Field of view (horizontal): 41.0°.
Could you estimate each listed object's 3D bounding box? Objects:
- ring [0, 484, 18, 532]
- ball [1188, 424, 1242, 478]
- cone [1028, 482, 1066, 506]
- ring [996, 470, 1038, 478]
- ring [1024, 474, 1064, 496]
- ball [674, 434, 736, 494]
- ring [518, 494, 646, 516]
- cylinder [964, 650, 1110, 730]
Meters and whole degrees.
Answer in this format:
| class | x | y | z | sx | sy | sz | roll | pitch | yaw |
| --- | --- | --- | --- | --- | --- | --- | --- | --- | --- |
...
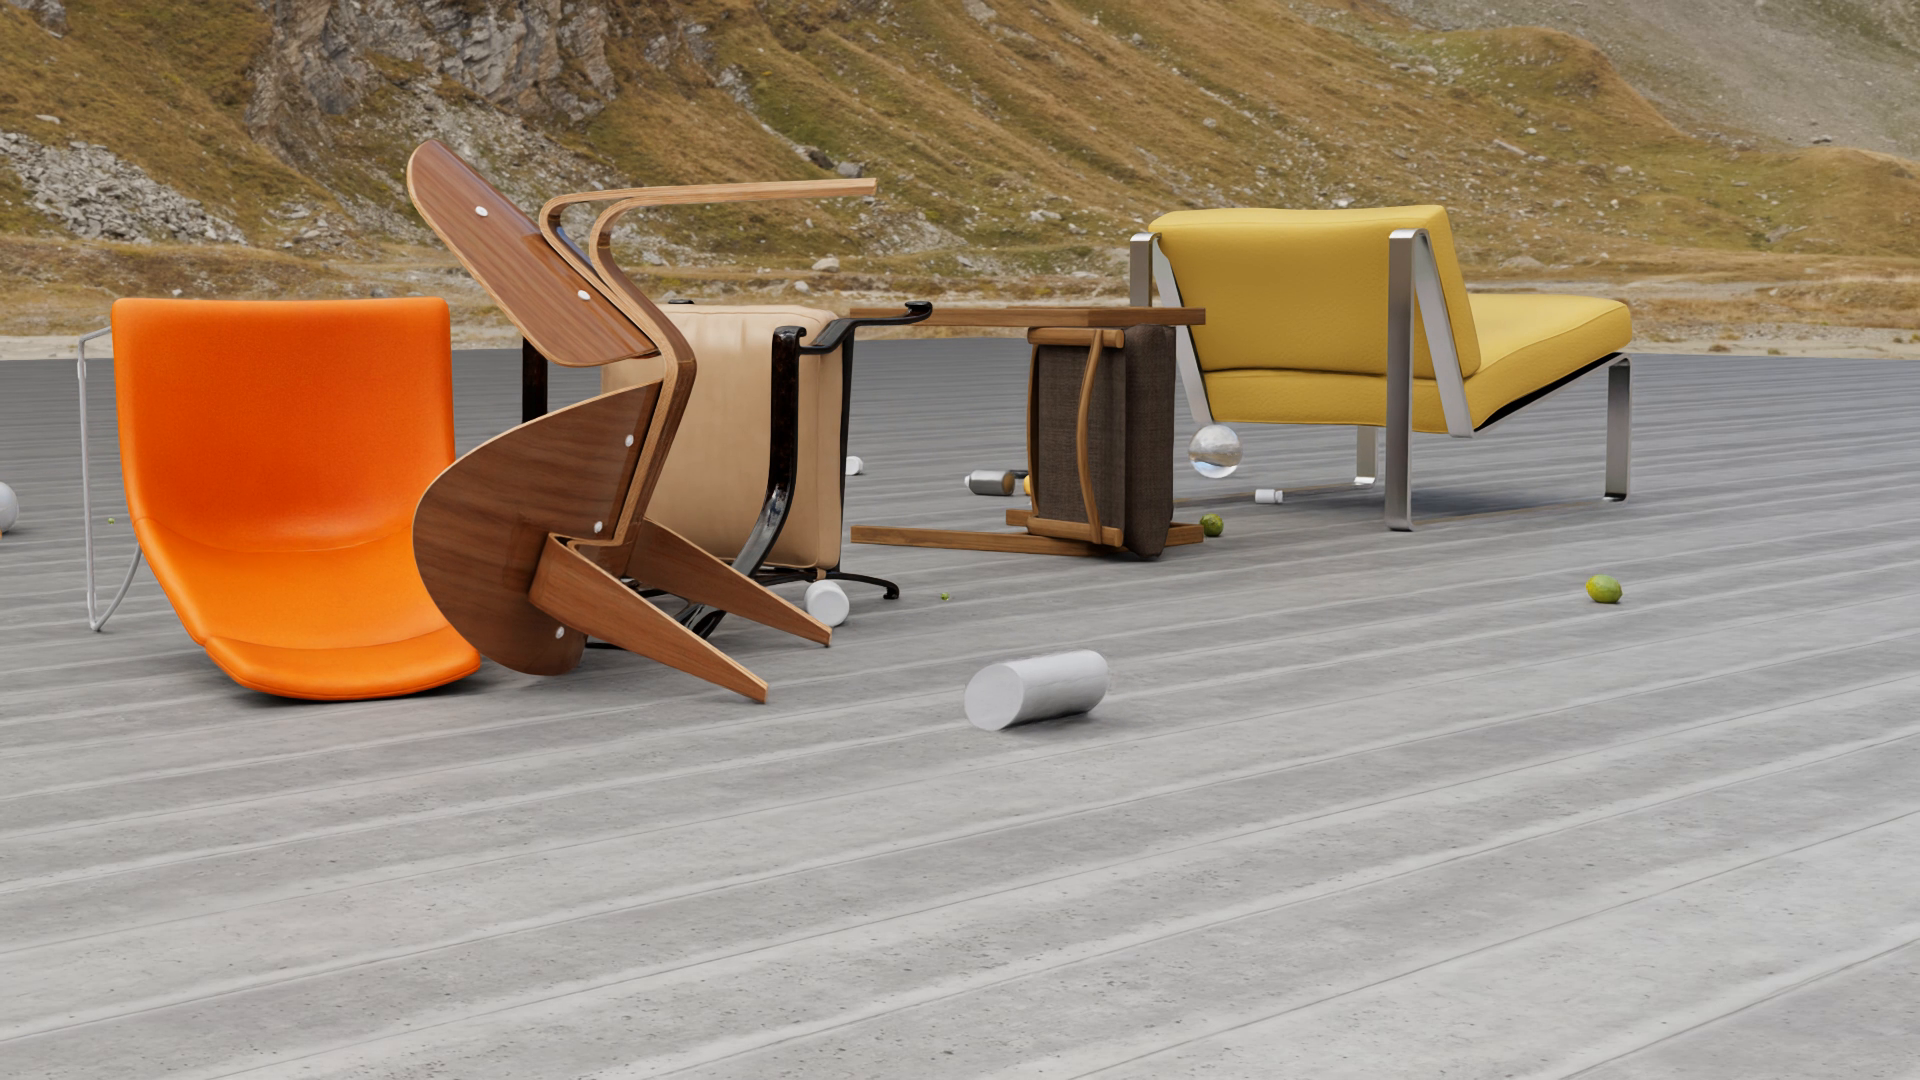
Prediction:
| class | x | y | z | sx | sy | sz | roll | pitch | yaw |
| --- | --- | --- | --- | --- | --- | --- | --- | --- | --- |
| ring | -2.583 | -0.079 | 6.540 | 0.348 | 0.135 | 0.345 | 5 | 8 | 29 |
| ball | 0.833 | -0.290 | 8.362 | 0.177 | 0.177 | 0.177 | 0 | 6 | 0 |
| cone | 0.252 | -0.138 | 7.426 | 0.120 | 0.066 | 0.116 | 0 | 6 | -1 |
| ring | 0.187 | -0.215 | 8.393 | 0.147 | 0.022 | 0.132 | 0 | 6 | -4 |
| ring | 0.251 | -0.165 | 7.722 | 0.122 | 0.060 | 0.162 | -2 | 7 | -9 |
| ball | -0.772 | -0.231 | 7.762 | 0.182 | 0.182 | 0.182 | 0 | 6 | 0 |
| ring | -1.051 | -0.097 | 7.146 | 0.358 | 0.044 | 0.277 | 1 | 5 | 6 |
| cylinder | 0.115 | 0.221 | 3.782 | 0.192 | 0.091 | 0.123 | -6 | -23 | -47 |
